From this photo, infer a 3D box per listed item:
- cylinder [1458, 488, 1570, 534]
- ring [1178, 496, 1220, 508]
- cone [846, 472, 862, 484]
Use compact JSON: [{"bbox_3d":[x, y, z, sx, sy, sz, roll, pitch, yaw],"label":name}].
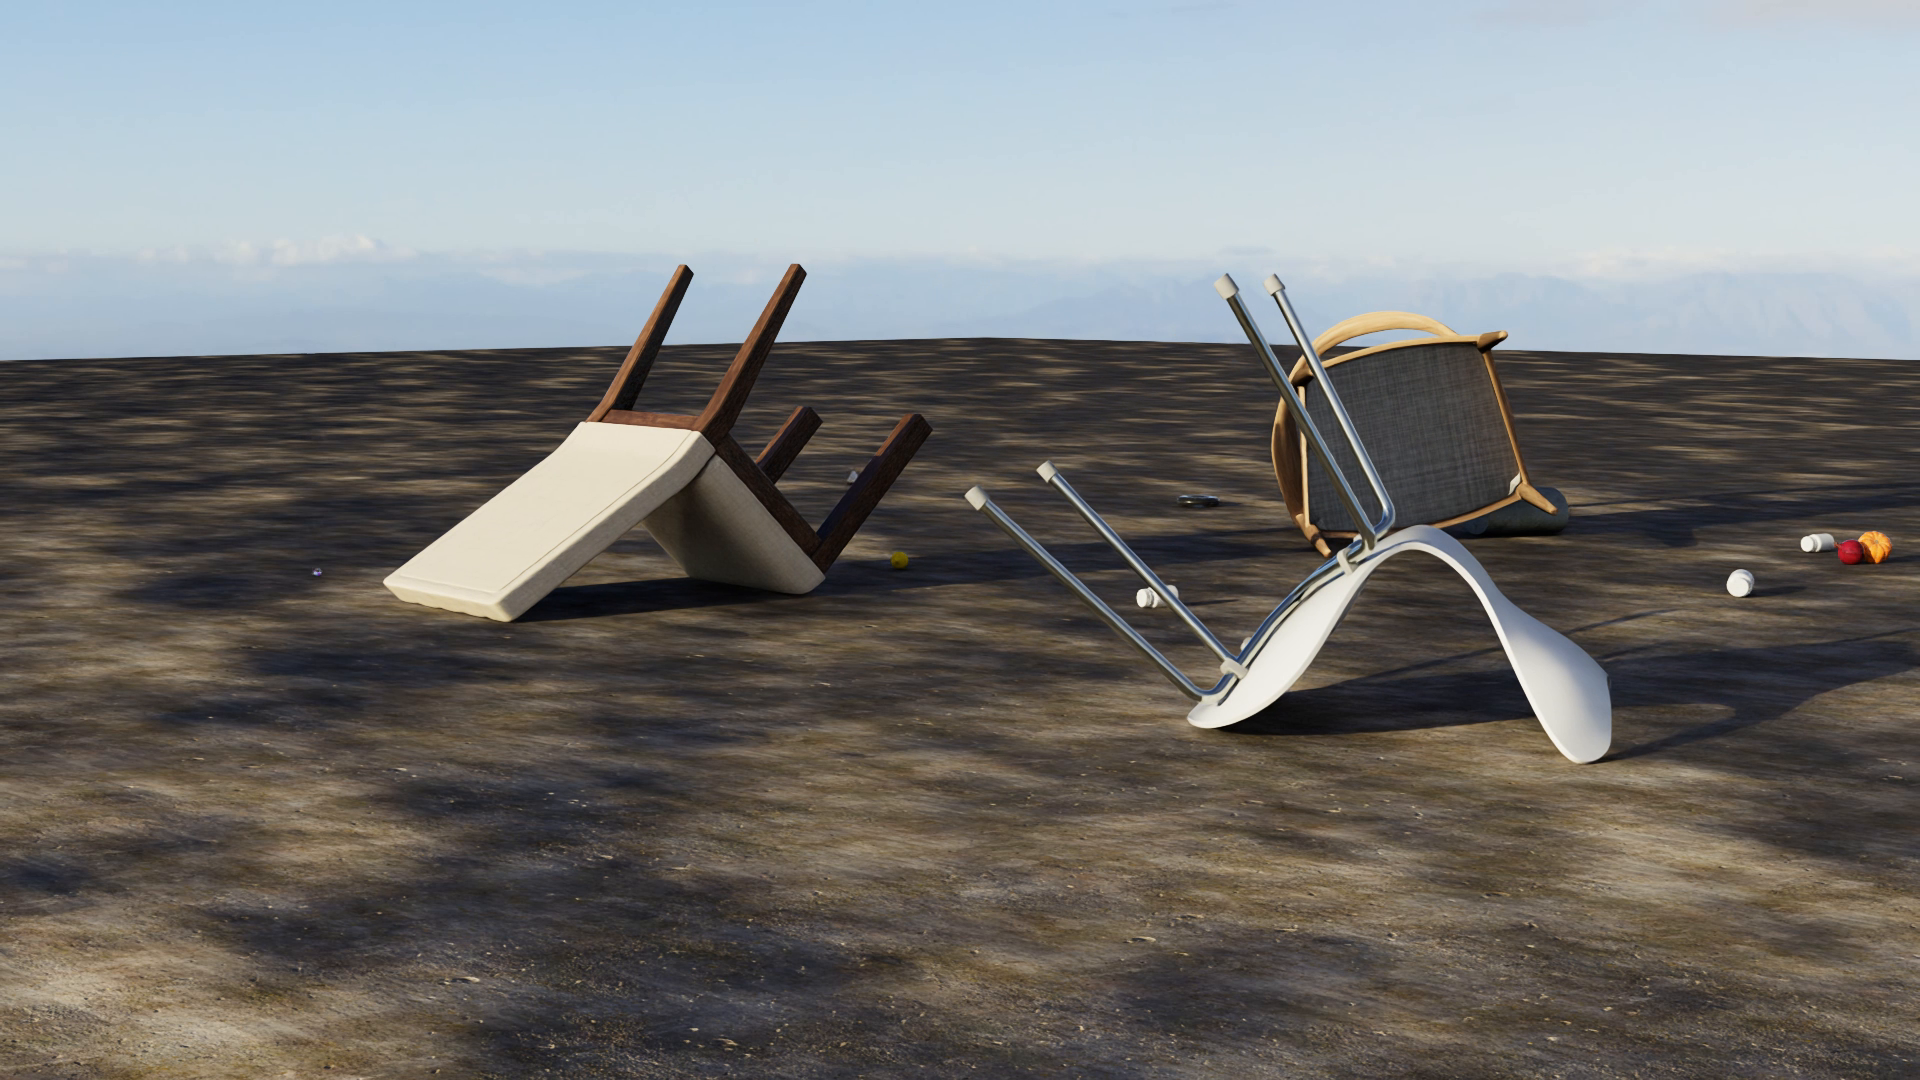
[{"bbox_3d":[1.418,-0.075,6.576,0.215,0.116,0.203,-1,8,-12],"label":"cylinder"},{"bbox_3d":[0.684,-0.111,7.360,0.125,0.028,0.121,-2,7,-21],"label":"ring"},{"bbox_3d":[-0.327,-0.189,8.140,0.047,0.047,0.079,27,13,5],"label":"cone"}]
